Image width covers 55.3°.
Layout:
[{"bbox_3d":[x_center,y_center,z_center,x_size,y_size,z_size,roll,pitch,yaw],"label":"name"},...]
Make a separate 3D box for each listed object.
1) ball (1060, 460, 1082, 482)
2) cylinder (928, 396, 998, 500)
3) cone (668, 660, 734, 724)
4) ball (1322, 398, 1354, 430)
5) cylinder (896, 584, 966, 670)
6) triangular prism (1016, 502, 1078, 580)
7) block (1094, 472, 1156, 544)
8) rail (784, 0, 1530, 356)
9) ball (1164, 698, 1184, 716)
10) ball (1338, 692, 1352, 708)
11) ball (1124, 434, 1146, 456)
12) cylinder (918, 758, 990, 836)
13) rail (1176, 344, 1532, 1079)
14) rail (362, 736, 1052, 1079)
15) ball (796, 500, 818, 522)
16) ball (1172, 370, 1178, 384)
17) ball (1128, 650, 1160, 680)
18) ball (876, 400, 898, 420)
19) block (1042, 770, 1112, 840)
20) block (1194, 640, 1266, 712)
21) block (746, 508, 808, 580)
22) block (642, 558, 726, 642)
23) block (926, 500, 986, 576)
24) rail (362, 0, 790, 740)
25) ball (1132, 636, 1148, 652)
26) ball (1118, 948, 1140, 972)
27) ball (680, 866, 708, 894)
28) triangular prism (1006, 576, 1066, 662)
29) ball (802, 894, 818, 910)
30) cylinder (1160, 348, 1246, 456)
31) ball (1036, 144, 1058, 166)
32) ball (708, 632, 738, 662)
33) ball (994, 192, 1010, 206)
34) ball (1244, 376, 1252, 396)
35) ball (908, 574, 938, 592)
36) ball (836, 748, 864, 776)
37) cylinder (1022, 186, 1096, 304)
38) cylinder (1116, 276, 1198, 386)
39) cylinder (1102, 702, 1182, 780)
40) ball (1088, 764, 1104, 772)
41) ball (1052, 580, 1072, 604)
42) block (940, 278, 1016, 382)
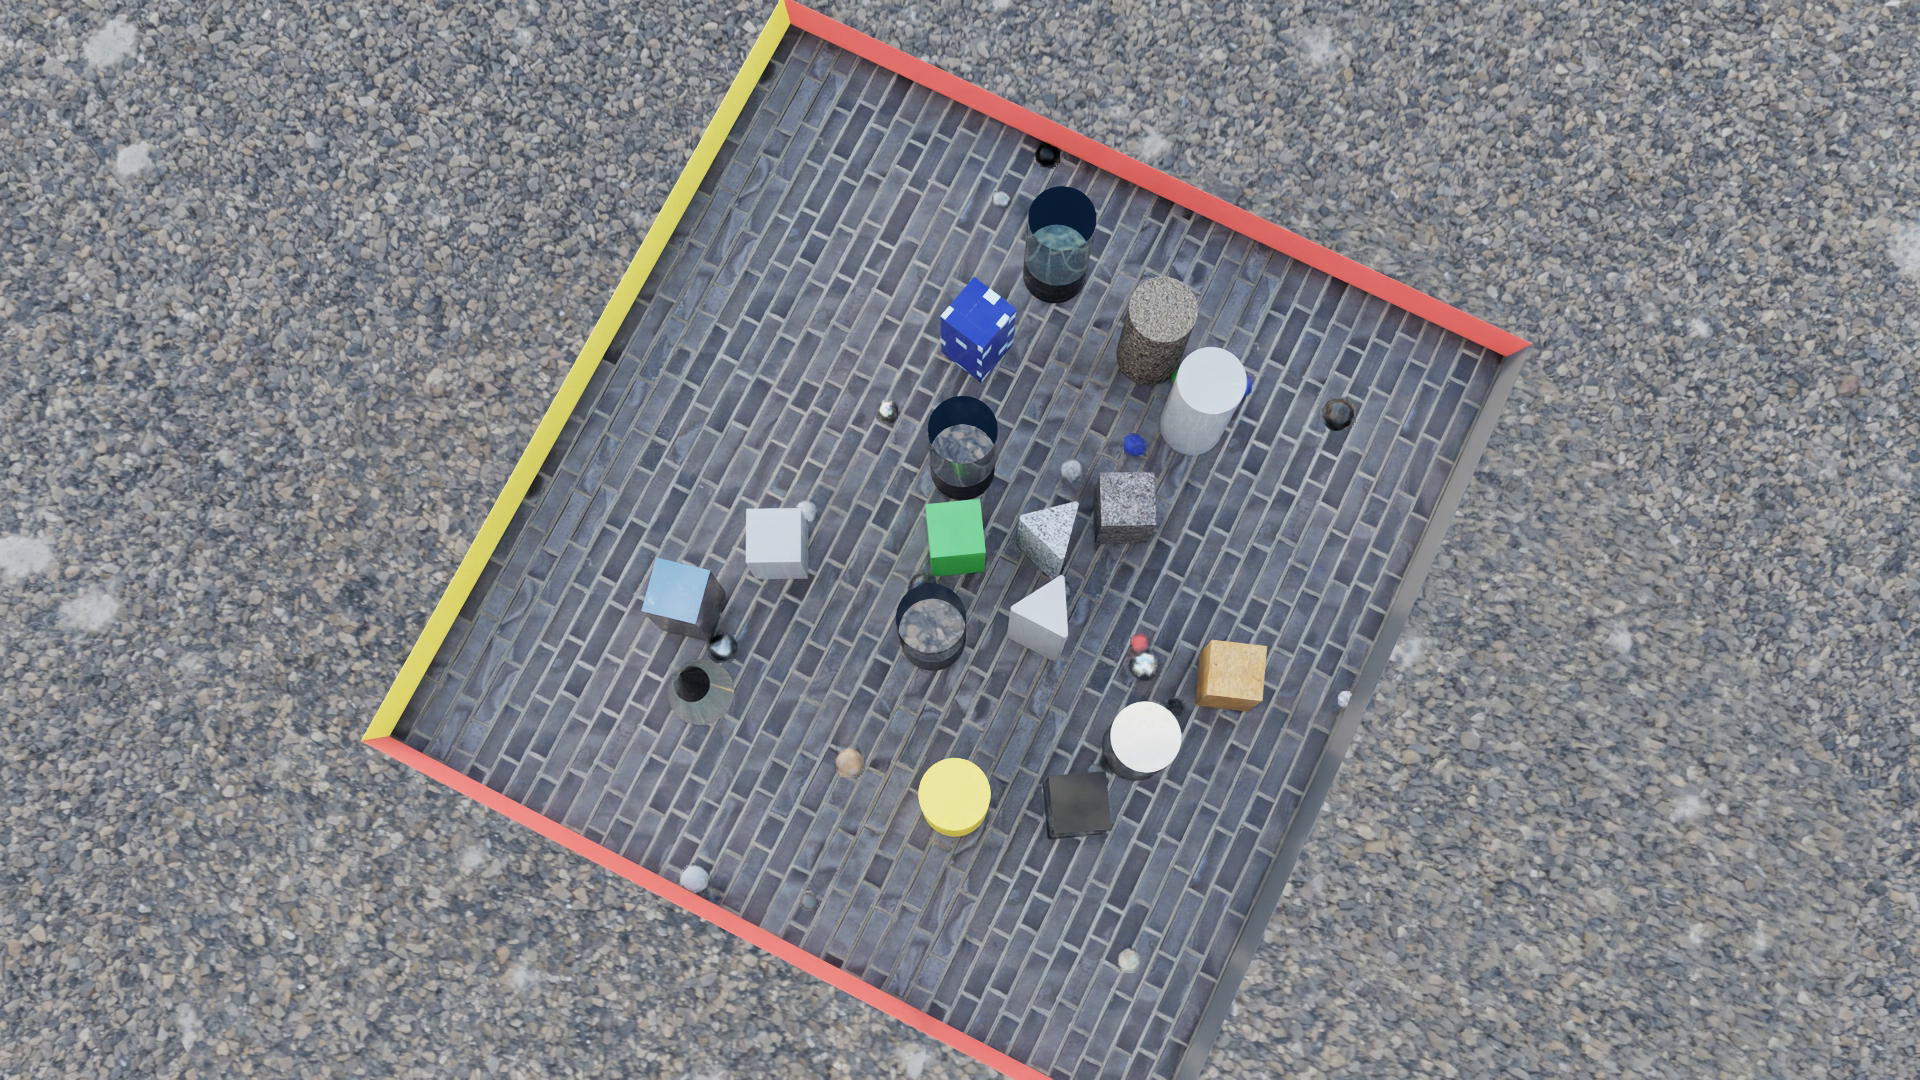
[{"bbox_3d":[0.343,-0.210,5.626,0.068,0.068,0.068,0,78,0],"label":"ball"},{"bbox_3d":[0.008,-0.267,5.435,0.200,0.465,0.200,0,78,0],"label":"cylinder"},{"bbox_3d":[-0.781,0.415,5.314,0.200,0.424,0.200,0,78,0],"label":"cone"},{"bbox_3d":[1.164,-0.386,5.646,0.100,0.100,0.100,0,78,0],"label":"ball"},{"bbox_3d":[-0.082,0.259,5.371,0.200,0.376,0.200,0,78,0],"label":"cylinder"},{"bbox_3d":[0.285,-0.020,5.433,0.150,0.367,0.173,-44,82,-8],"label":"triangular prism"},{"bbox_3d":[0.492,-0.094,5.501,0.160,0.265,0.160,-1,78,0],"label":"block"},{"bbox_3d":[0.583,-1.135,5.784,2.594,0.130,0.045,26,80,5],"label":"rail"},{"bbox_3d":[0.641,0.501,5.485,0.055,0.055,0.055,0,78,0],"label":"ball"},{"bbox_3d":[1.156,0.478,5.492,0.051,0.051,0.051,0,78,0],"label":"ball"},{"bbox_3d":[0.542,-0.291,5.642,0.068,0.068,0.068,0,78,0],"label":"ball"},{"bbox_3d":[-0.015,0.743,5.266,0.200,0.386,0.200,0,78,0],"label":"cylinder"},{"bbox_3d":[1.139,0.564,5.432,0.045,0.130,2.654,26,80,5],"label":"rail"},{"bbox_3d":[-0.583,1.148,5.312,2.594,0.130,0.045,26,80,5],"label":"rail"},{"bbox_3d":[-0.470,-0.087,5.601,0.067,0.067,0.067,0,78,0],"label":"ball"},{"bbox_3d":[0.684,-0.501,5.691,0.057,0.057,0.057,0,78,0],"label":"ball"},{"bbox_3d":[0.551,0.375,5.492,0.093,0.093,0.093,0,78,0],"label":"ball"},{"bbox_3d":[-0.224,-0.401,5.666,0.065,0.065,0.065,0,78,0],"label":"ball"},{"bbox_3d":[0.333,0.765,5.263,0.160,0.382,0.160,-5,78,-1],"label":"block"},{"bbox_3d":[0.795,0.402,5.395,0.160,0.271,0.160,7,78,1],"label":"block"},{"bbox_3d":[-0.544,0.014,5.476,0.160,0.271,0.160,-1,78,0],"label":"block"},{"bbox_3d":[-0.810,0.181,5.397,0.160,0.357,0.160,13,79,3],"label":"block"},{"bbox_3d":[-0.013,-0.004,5.465,0.160,0.298,0.160,-6,78,-1],"label":"block"},{"bbox_3d":[-1.139,-0.551,5.663,0.045,0.130,2.654,26,80,5],"label":"rail"},{"bbox_3d":[0.543,0.312,5.526,0.050,0.050,0.050,0,78,0],"label":"ball"},{"bbox_3d":[0.491,1.222,5.331,0.064,0.064,0.064,0,78,0],"label":"ball"},{"bbox_3d":[-0.777,0.995,5.369,0.082,0.082,0.082,0,78,0],"label":"ball"},{"bbox_3d":[0.252,0.213,5.322,0.173,0.491,0.150,27,80,5],"label":"triangular prism"},{"bbox_3d":[-0.441,1.060,5.374,0.046,0.046,0.046,0,78,0],"label":"ball"},{"bbox_3d":[0.719,-0.408,5.461,0.200,0.470,0.200,0,78,0],"label":"cylinder"},{"bbox_3d":[0.277,-1.225,5.834,0.072,0.072,0.072,0,78,0],"label":"ball"},{"bbox_3d":[-0.712,0.322,5.506,0.086,0.086,0.086,0,78,0],"label":"ball"},{"bbox_3d":[0.132,-1.082,5.816,0.047,0.047,0.047,0,78,0],"label":"ball"},{"bbox_3d":[0.872,-0.479,5.679,0.071,0.071,0.071,0,78,0],"label":"ball"},{"bbox_3d":[-0.112,0.147,5.538,0.095,0.095,0.095,0,78,0],"label":"ball"},{"bbox_3d":[-0.327,0.659,5.439,0.081,0.081,0.081,0,78,0],"label":"ball"},{"bbox_3d":[0.298,-0.890,5.563,0.200,0.465,0.200,0,78,0],"label":"cylinder"},{"bbox_3d":[0.589,-0.624,5.521,0.200,0.440,0.200,0,78,0],"label":"cylinder"},{"bbox_3d":[0.524,0.588,5.326,0.200,0.332,0.200,0,78,0],"label":"cylinder"},{"bbox_3d":[0.403,0.690,5.450,0.048,0.048,0.048,0,78,0],"label":"ball"},{"bbox_3d":[0.302,0.157,5.545,0.077,0.077,0.077,0,78,0],"label":"ball"},{"bbox_3d":[0.054,-0.635,5.573,0.160,0.344,0.160,38,81,7],"label":"block"}]
